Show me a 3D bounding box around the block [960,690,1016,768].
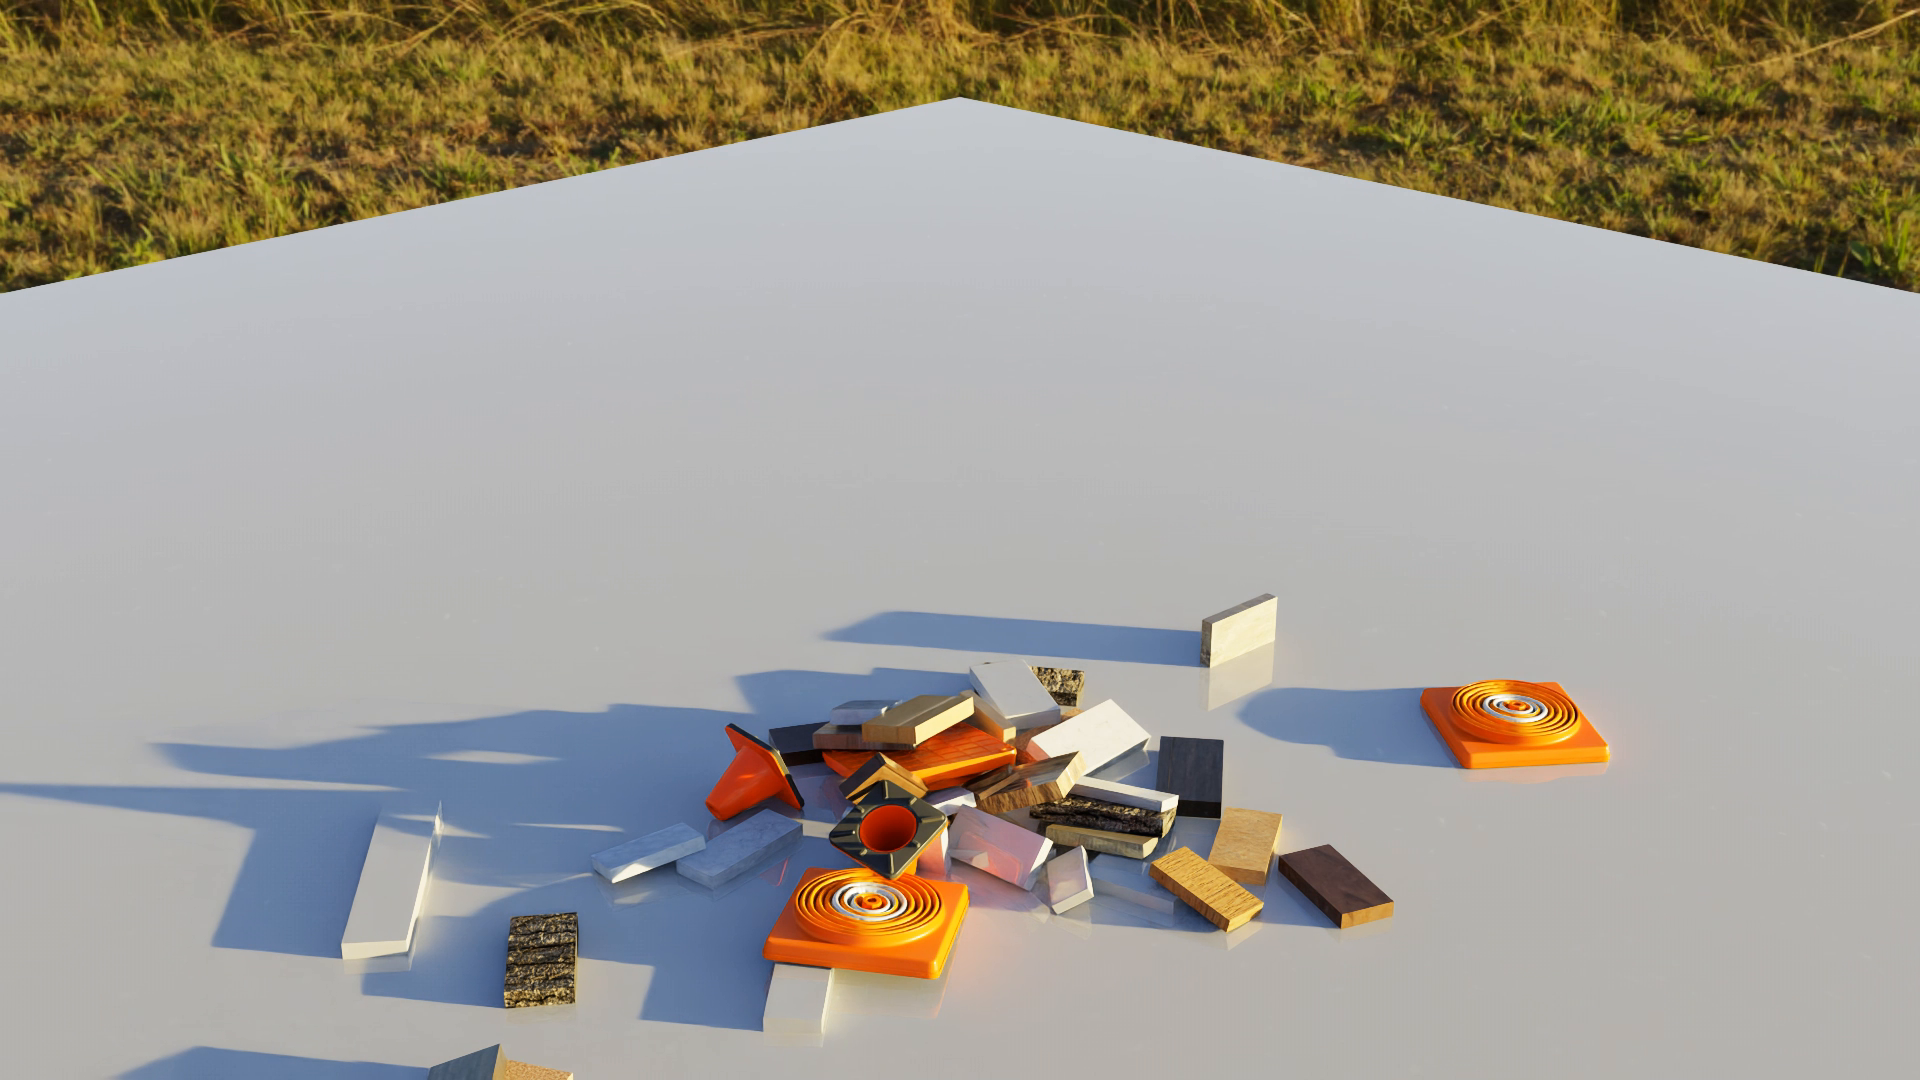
[{"bbox_3d":[0.057,0.404,4.682,0.028,0.099,0.197,-12,26,-26],"label":"block"}]

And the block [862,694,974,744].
[{"bbox_3d":[-0.086,0.372,4.574,0.126,0.036,0.252,1,11,28],"label":"block"}]

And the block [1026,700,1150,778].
[{"bbox_3d":[0.273,0.429,4.646,0.252,0.036,0.126,-22,54,-41],"label":"block"}]

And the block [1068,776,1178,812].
[{"bbox_3d":[0.304,0.508,4.440,0.263,0.022,0.077,9,7,28],"label":"block"}]

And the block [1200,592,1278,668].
[{"bbox_3d":[0.650,0.210,5.123,0.224,0.112,0.032,-19,30,-38],"label":"block"}]

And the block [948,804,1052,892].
[{"bbox_3d":[0.069,0.592,4.243,0.207,0.103,0.029,18,-14,36],"label":"block"}]

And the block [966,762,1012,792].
[{"bbox_3d":[0.057,0.476,4.392,0.095,0.013,0.047,-24,7,10],"label":"block"}]

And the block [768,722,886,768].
[{"bbox_3d":[-0.284,0.431,4.704,0.231,0.033,0.116,-6,24,-14],"label":"block"}]

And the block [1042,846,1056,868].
[{"bbox_3d":[0.103,0.604,4.308,0.155,0.022,0.077,18,29,36],"label":"block"}]

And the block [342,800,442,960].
[{"bbox_3d":[-1.082,0.641,4.208,0.116,0.033,0.513,-2,23,-5],"label":"block"}]

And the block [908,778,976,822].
[{"bbox_3d":[-0.052,0.519,4.406,0.101,0.029,0.202,-16,8,-19],"label":"block"}]

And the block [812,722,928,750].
[{"bbox_3d":[-0.184,0.408,4.606,0.224,0.032,0.112,-1,10,19],"label":"block"}]

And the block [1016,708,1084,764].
[{"bbox_3d":[0.215,0.428,4.710,0.113,0.032,0.226,21,31,40],"label":"block"}]

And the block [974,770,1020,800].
[{"bbox_3d":[0.069,0.488,4.387,0.094,0.013,0.047,-28,12,-20],"label":"block"}]

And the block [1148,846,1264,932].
[{"bbox_3d":[0.461,0.654,4.128,0.099,0.028,0.198,-18,40,-41],"label":"block"}]

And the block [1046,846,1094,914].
[{"bbox_3d":[0.208,0.644,4.171,0.077,0.022,0.155,-28,21,10],"label":"block"}]

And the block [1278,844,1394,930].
[{"bbox_3d":[0.712,0.656,4.174,0.113,0.032,0.226,-9,25,-21],"label":"block"}]

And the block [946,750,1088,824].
[{"bbox_3d":[0.109,0.496,4.401,0.268,0.038,0.134,-17,13,29],"label":"block"}]

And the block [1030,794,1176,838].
[{"bbox_3d":[0.285,0.543,4.384,0.268,0.038,0.134,7,6,16],"label":"block"}]

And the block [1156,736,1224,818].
[{"bbox_3d":[0.476,0.490,4.558,0.134,0.038,0.268,3,23,7],"label":"block"}]

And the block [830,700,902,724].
[{"bbox_3d":[-0.199,0.367,4.689,0.112,0.032,0.224,-1,1,9],"label":"block"}]

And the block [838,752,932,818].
[{"bbox_3d":[-0.144,0.483,4.265,0.103,0.207,0.029,-41,58,5],"label":"block"}]

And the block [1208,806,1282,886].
[{"bbox_3d":[0.558,0.598,4.309,0.113,0.032,0.226,6,24,15],"label":"block"}]

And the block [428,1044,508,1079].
[{"bbox_3d":[-0.799,0.897,3.517,0.121,0.034,0.241,-19,16,-1],"label":"block"}]

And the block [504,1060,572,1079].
[{"bbox_3d":[-0.731,0.928,3.529,0.121,0.034,0.241,7,24,17],"label":"block"}]

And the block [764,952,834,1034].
[{"bbox_3d":[-0.282,0.792,3.857,0.101,0.029,0.202,1,23,3],"label":"block"}]

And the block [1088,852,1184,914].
[{"bbox_3d":[0.339,0.651,4.190,0.198,0.028,0.099,13,26,28],"label":"block"}]

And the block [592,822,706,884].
[{"bbox_3d":[-0.603,0.604,4.260,0.197,0.028,0.099,-18,17,-27],"label":"block"}]

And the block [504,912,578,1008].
[{"bbox_3d":[-0.749,0.752,3.945,0.121,0.034,0.241,-3,23,-7],"label":"block"}]

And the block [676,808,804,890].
[{"bbox_3d":[-0.430,0.603,4.305,0.099,0.028,0.254,17,29,35],"label":"block"}]

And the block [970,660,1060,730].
[{"bbox_3d":[0.119,0.339,4.832,0.126,0.036,0.252,-7,24,-16],"label":"block"}]

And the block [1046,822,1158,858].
[{"bbox_3d":[0.278,0.584,4.306,0.198,0.028,0.099,8,7,21],"label":"block"}]

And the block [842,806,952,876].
[{"bbox_3d":[-0.123,0.582,4.251,0.207,0.104,0.029,9,39,20],"label":"block"}]

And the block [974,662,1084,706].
[{"bbox_3d":[0.157,0.325,4.954,0.231,0.033,0.116,5,23,10],"label":"block"}]
